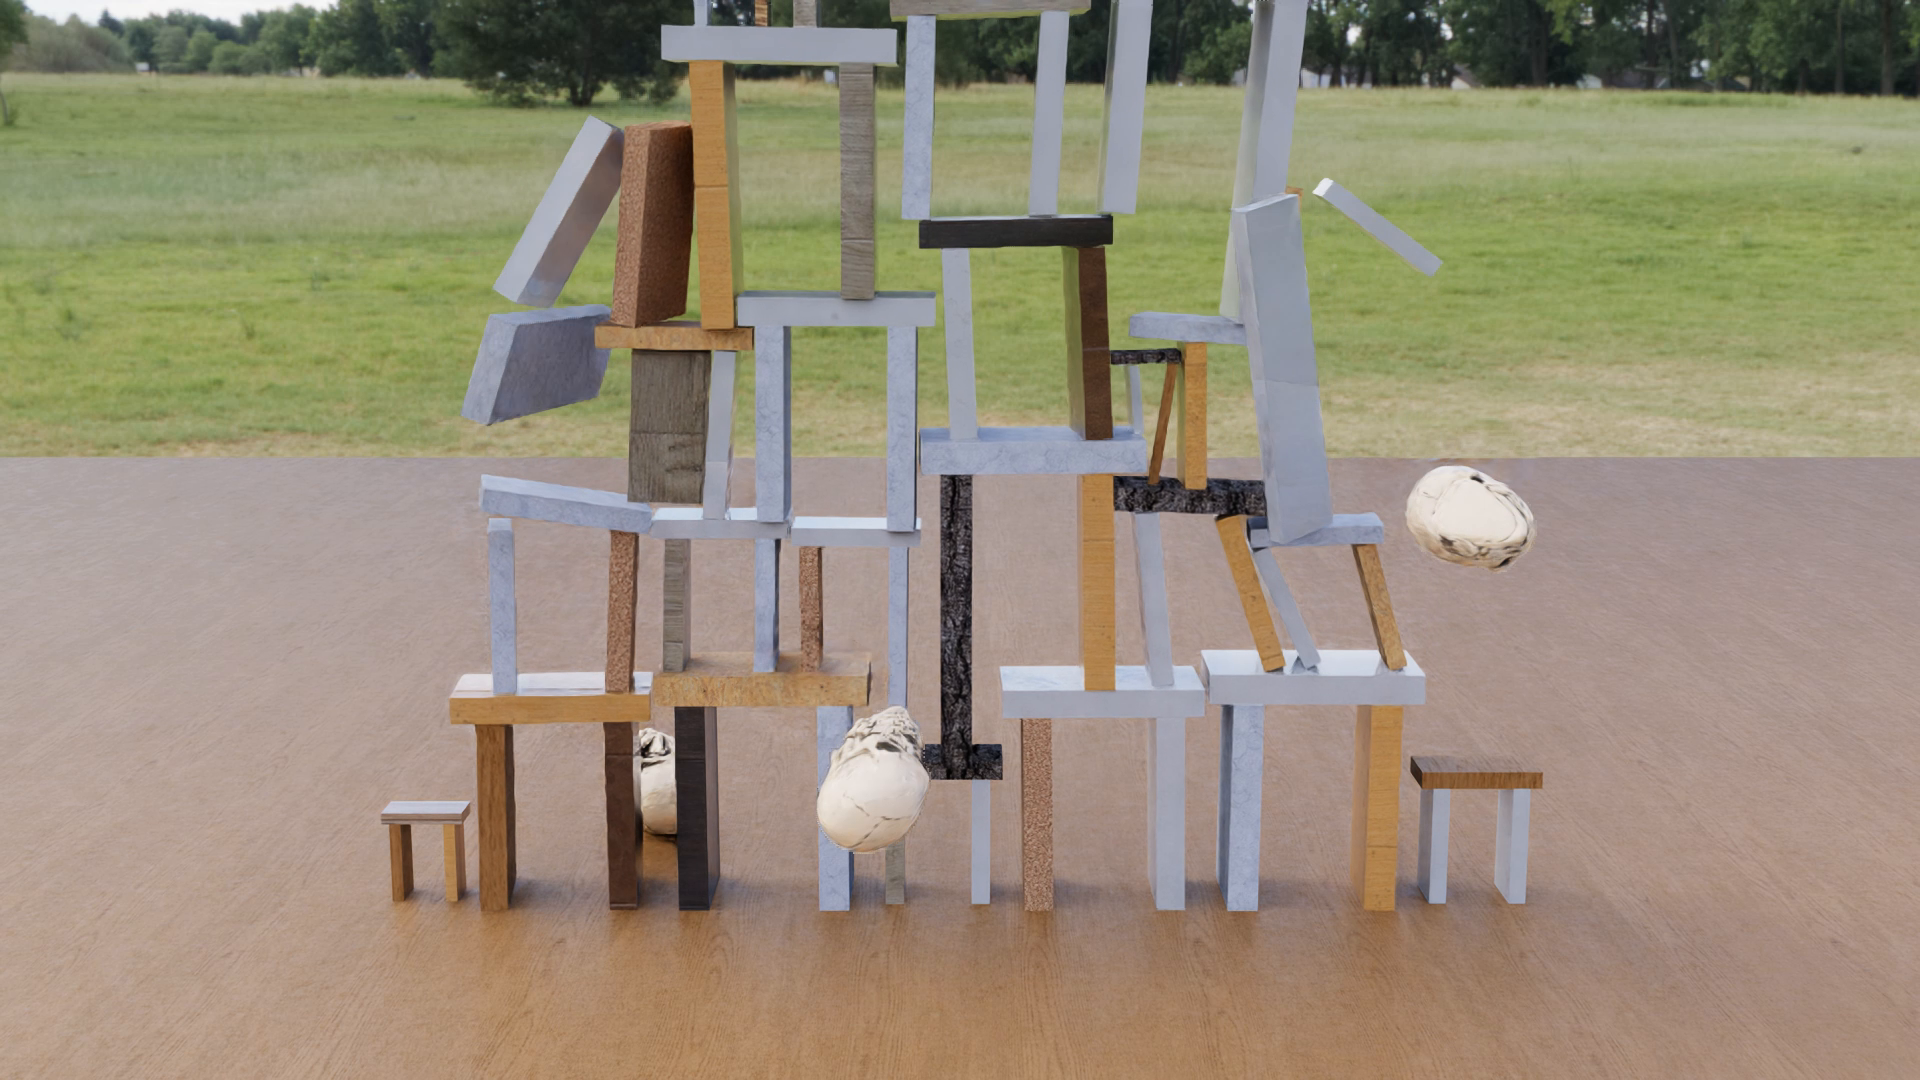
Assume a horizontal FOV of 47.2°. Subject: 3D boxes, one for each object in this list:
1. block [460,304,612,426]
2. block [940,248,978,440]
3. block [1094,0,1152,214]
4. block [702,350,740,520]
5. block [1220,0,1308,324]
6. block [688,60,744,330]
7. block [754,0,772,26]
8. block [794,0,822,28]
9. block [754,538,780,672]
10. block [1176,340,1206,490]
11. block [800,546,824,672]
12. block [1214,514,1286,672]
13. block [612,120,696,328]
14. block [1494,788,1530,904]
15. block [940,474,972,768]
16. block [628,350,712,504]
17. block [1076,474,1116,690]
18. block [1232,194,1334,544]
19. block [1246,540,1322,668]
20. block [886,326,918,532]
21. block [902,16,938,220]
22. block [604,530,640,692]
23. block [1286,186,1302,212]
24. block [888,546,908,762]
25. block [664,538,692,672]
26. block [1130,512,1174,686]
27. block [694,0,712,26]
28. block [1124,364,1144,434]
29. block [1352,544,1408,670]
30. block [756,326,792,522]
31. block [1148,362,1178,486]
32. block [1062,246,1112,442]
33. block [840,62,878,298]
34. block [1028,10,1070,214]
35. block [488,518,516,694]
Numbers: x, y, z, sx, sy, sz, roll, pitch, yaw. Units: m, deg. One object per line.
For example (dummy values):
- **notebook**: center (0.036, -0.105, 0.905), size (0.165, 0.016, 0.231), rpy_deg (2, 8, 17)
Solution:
- **block**: center (-0.648, -0.284, 3.460), size (0.043, 0.153, 0.590), rpy_deg (19, 9, 3)
- **block**: center (-0.002, -0.317, 3.494), size (0.042, 0.299, 0.149), rpy_deg (-3, 11, -1)
- **block**: center (0.255, -0.686, 3.416), size (0.050, 0.354, 0.177), rpy_deg (4, 8, -1)
- **block**: center (-0.383, -0.176, 3.533), size (0.035, 0.268, 0.124), rpy_deg (5, 10, -3)
- **block**: center (0.475, -0.601, 3.452), size (0.050, 0.513, 0.177), rpy_deg (5, 10, -3)
- **block**: center (-0.380, -0.543, 3.460), size (0.050, 0.407, 0.178), rpy_deg (-1, 10, 1)
- **block**: center (-0.304, -0.861, 3.397), size (0.020, 0.141, 0.071), rpy_deg (1, 10, -1)
- **block**: center (-0.236, -0.941, 3.385), size (0.035, 0.304, 0.122), rpy_deg (0, 10, 0)
- **block**: center (-0.314, 0.096, 3.579), size (0.031, 0.219, 0.109), rpy_deg (2, 11, 0)
- **block**: center (0.371, -0.206, 3.531), size (0.033, 0.232, 0.116), rpy_deg (-1, 11, -1)
- **block**: center (-0.242, 0.103, 3.576), size (0.029, 0.206, 0.103), rpy_deg (0, 11, 0)
- **block**: center (0.470, 0.074, 3.584), size (0.037, 0.259, 0.130), rpy_deg (-18, 9, 7)
- **block**: center (-0.477, -0.498, 3.455), size (0.043, 0.307, 0.153), rpy_deg (14, 19, 21)
- **block**: center (0.917, 0.493, 3.651), size (0.028, 0.196, 0.098), rpy_deg (0, 11, 0)
- **block**: center (-0.005, 0.115, 3.579), size (0.050, 0.480, 0.176), rpy_deg (0, 11, 0)
- **block**: center (-0.466, -0.183, 3.524), size (0.124, 0.248, 0.035), rpy_deg (2, 17, -9)
- **block**: center (0.221, 0.051, 3.572), size (0.050, 0.353, 0.176), rpy_deg (-1, 11, 1)
- **block**: center (0.501, -0.260, 3.400), size (0.106, 0.533, 0.030), rpy_deg (-21, 23, -29)
- **block**: center (0.529, 0.100, 3.593), size (0.030, 0.211, 0.105), rpy_deg (-25, 9, 7)
- **block**: center (-0.092, -0.187, 3.527), size (0.044, 0.324, 0.155), rpy_deg (1, 11, 0)
- **block**: center (-0.063, -0.657, 3.433), size (0.043, 0.305, 0.153), rpy_deg (2, 10, 0)
- **block**: center (-0.550, 0.103, 3.584), size (0.037, 0.264, 0.132), rpy_deg (3, 10, -5)
- **block**: center (0.515, -0.449, 3.465), size (0.030, 0.212, 0.106), rpy_deg (3, 10, 5)
- **block**: center (-0.101, 0.177, 3.590), size (0.029, 0.356, 0.103), rpy_deg (1, 11, -1)
- **block**: center (-0.459, 0.096, 3.577), size (0.031, 0.219, 0.109), rpy_deg (2, 11, -1)
- **block**: center (0.312, 0.084, 3.581), size (0.037, 0.283, 0.130), rpy_deg (-6, 11, 1)
- **block**: center (-0.398, -0.863, 3.397), size (0.020, 0.141, 0.071), rpy_deg (-1, 11, -1)
- **block**: center (0.278, -0.229, 3.517), size (0.016, 0.113, 0.057), rpy_deg (-6, 11, -4)
- **block**: center (0.681, 0.098, 3.584), size (0.030, 0.211, 0.105), rpy_deg (-16, 9, 6)
- **block**: center (-0.298, -0.195, 3.525), size (0.044, 0.310, 0.155), rpy_deg (1, 10, 0)
- **block**: center (0.326, -0.189, 3.530), size (0.016, 0.197, 0.057), rpy_deg (9, 11, 4)
- **block**: center (0.201, -0.316, 3.483), size (0.042, 0.299, 0.149), rpy_deg (-4, 11, -6)
- **block**: center (-0.158, -0.565, 3.455), size (0.050, 0.356, 0.178), rpy_deg (0, 11, 0)
- **block**: center (0.137, -0.665, 3.440), size (0.043, 0.305, 0.153), rpy_deg (3, 10, 1)
- **block**: center (-0.742, 0.106, 3.566), size (0.037, 0.264, 0.132), rpy_deg (-2, 9, -12)
